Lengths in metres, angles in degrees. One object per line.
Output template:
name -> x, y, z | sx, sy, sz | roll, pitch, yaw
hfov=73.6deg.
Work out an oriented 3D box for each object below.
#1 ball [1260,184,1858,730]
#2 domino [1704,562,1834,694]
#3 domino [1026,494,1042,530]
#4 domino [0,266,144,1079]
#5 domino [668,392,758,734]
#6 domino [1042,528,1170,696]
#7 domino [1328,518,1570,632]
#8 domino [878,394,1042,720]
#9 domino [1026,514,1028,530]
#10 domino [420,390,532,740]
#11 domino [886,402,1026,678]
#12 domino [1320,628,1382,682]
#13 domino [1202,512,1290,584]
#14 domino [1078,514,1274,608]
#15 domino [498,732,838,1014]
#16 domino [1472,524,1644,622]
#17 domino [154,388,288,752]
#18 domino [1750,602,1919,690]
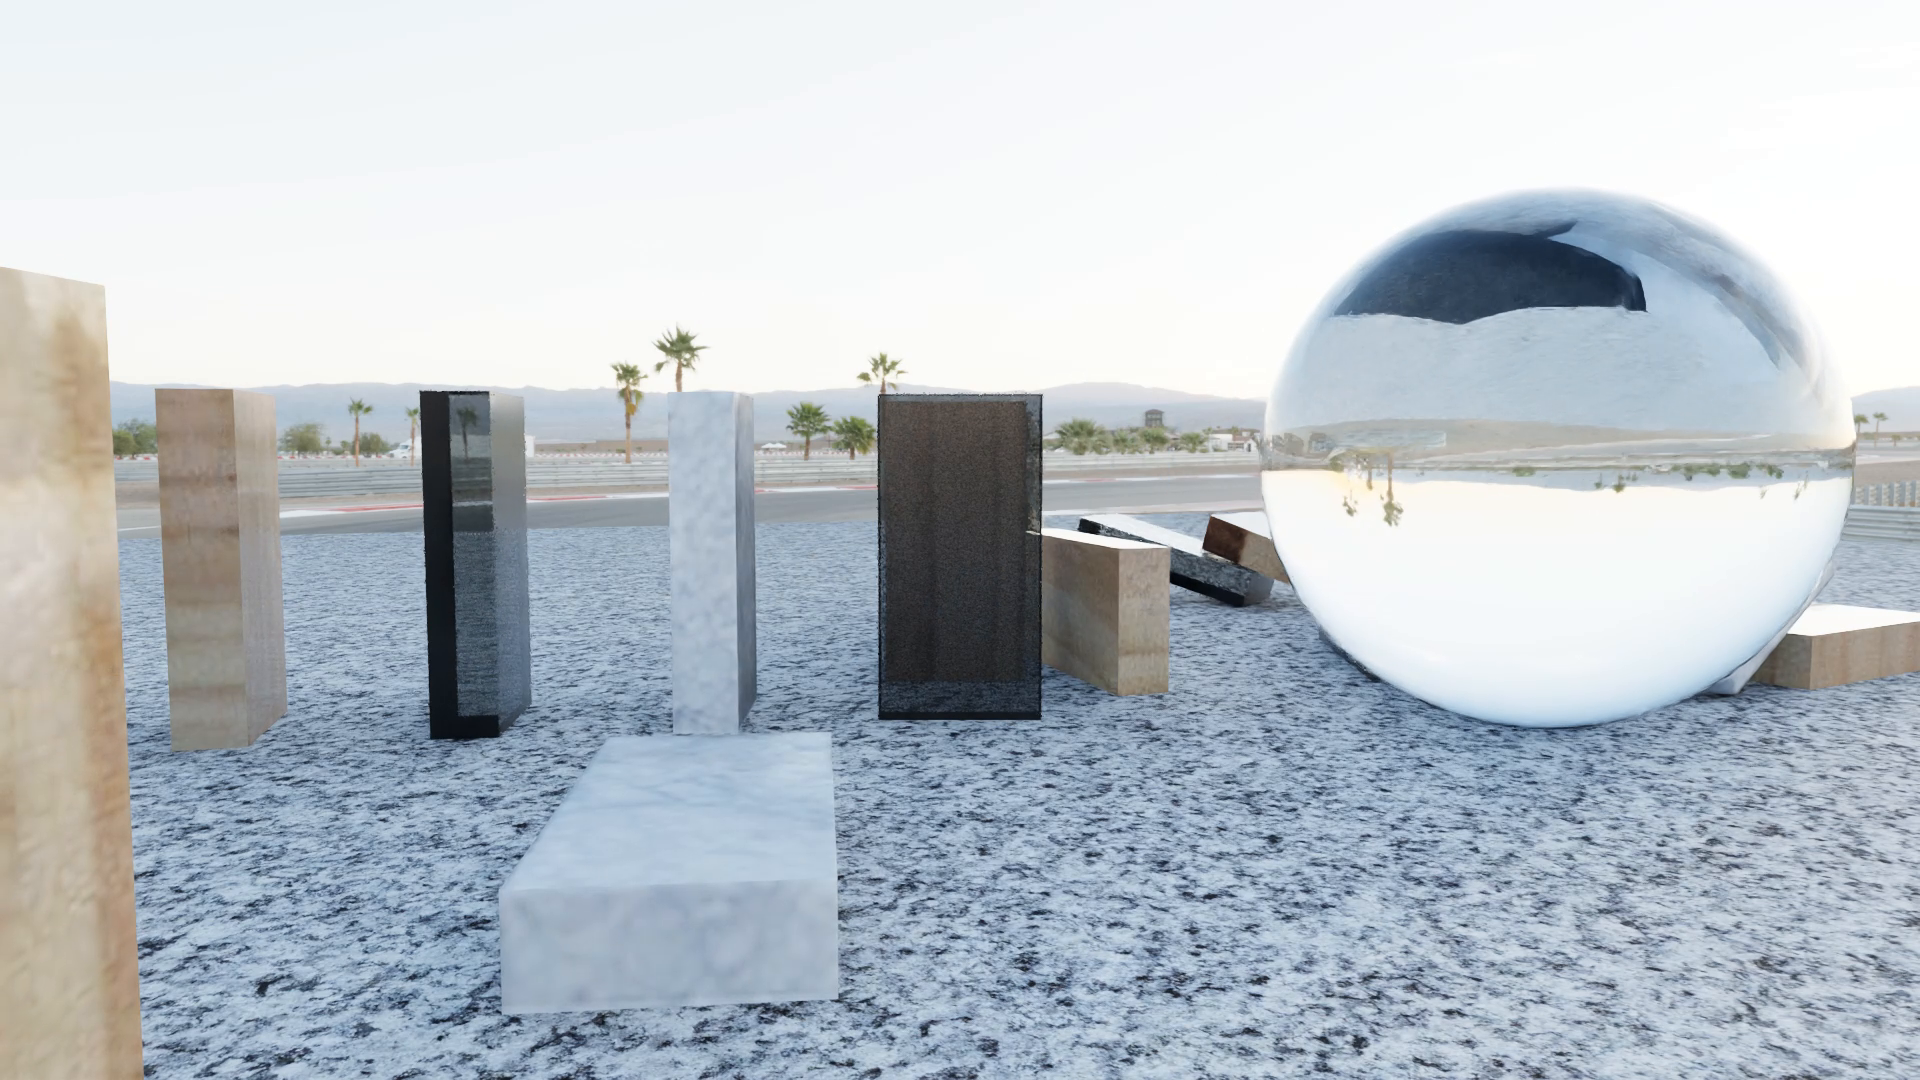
ball -> 0.086, -0.012, 0.193 | 0.080, 0.080, 0.080 | 0, 4, 0
domino -> 0.136, 0.012, 0.234 | 0.050, 0.009, 0.025 | -28, 17, -36
domino -> 0.006, -0.003, 0.322 | 0.025, 0.050, 0.009 | -1, 48, 27
domino -> -0.045, 0.014, 0.050 | 0.009, 0.050, 0.025 | 0, 4, 0
domino -> -0.038, 0.003, 0.199 | 0.009, 0.050, 0.025 | 0, 4, -3
domino -> 0.023, 0.012, 0.241 | 0.009, 0.025, 0.050 | -1, 5, -18
domino -> 0.119, 0.007, 0.315 | 0.025, 0.010, 0.050 | -3, 22, -36
domino -> 0.000, 0.002, 0.201 | 0.025, 0.050, 0.009 | 0, 4, 0
domino -> 0.002, -0.005, 0.298 | 0.025, 0.050, 0.009 | 1, 24, 14
domino -> -0.073, 0.003, 0.196 | 0.009, 0.050, 0.025 | -1, 4, -8
domino -> -0.001, 0.000, 0.236 | 0.025, 0.050, 0.009 | 0, 4, -1
domino -> 0.089, 0.019, 0.253 | 0.025, 0.010, 0.050 | 0, 4, 5
domino -> 0.092, 0.006, 0.338 | 0.050, 0.009, 0.025 | 26, 20, 40
domino -> 0.059, 0.005, 0.354 | 0.050, 0.009, 0.025 | 20, 13, 27
domino -> -0.024, 0.029, 0.122 | 0.025, 0.010, 0.050 | 0, 4, -6
domino -> 0.142, 0.009, 0.287 | 0.025, 0.009, 0.050 | 4, 17, -15
domino -> -0.108, 0.003, 0.189 | 0.009, 0.050, 0.025 | -1, 4, -16
domino -> 0.162, 0.019, 0.245 | 0.050, 0.009, 0.025 | -2, 5, -30
